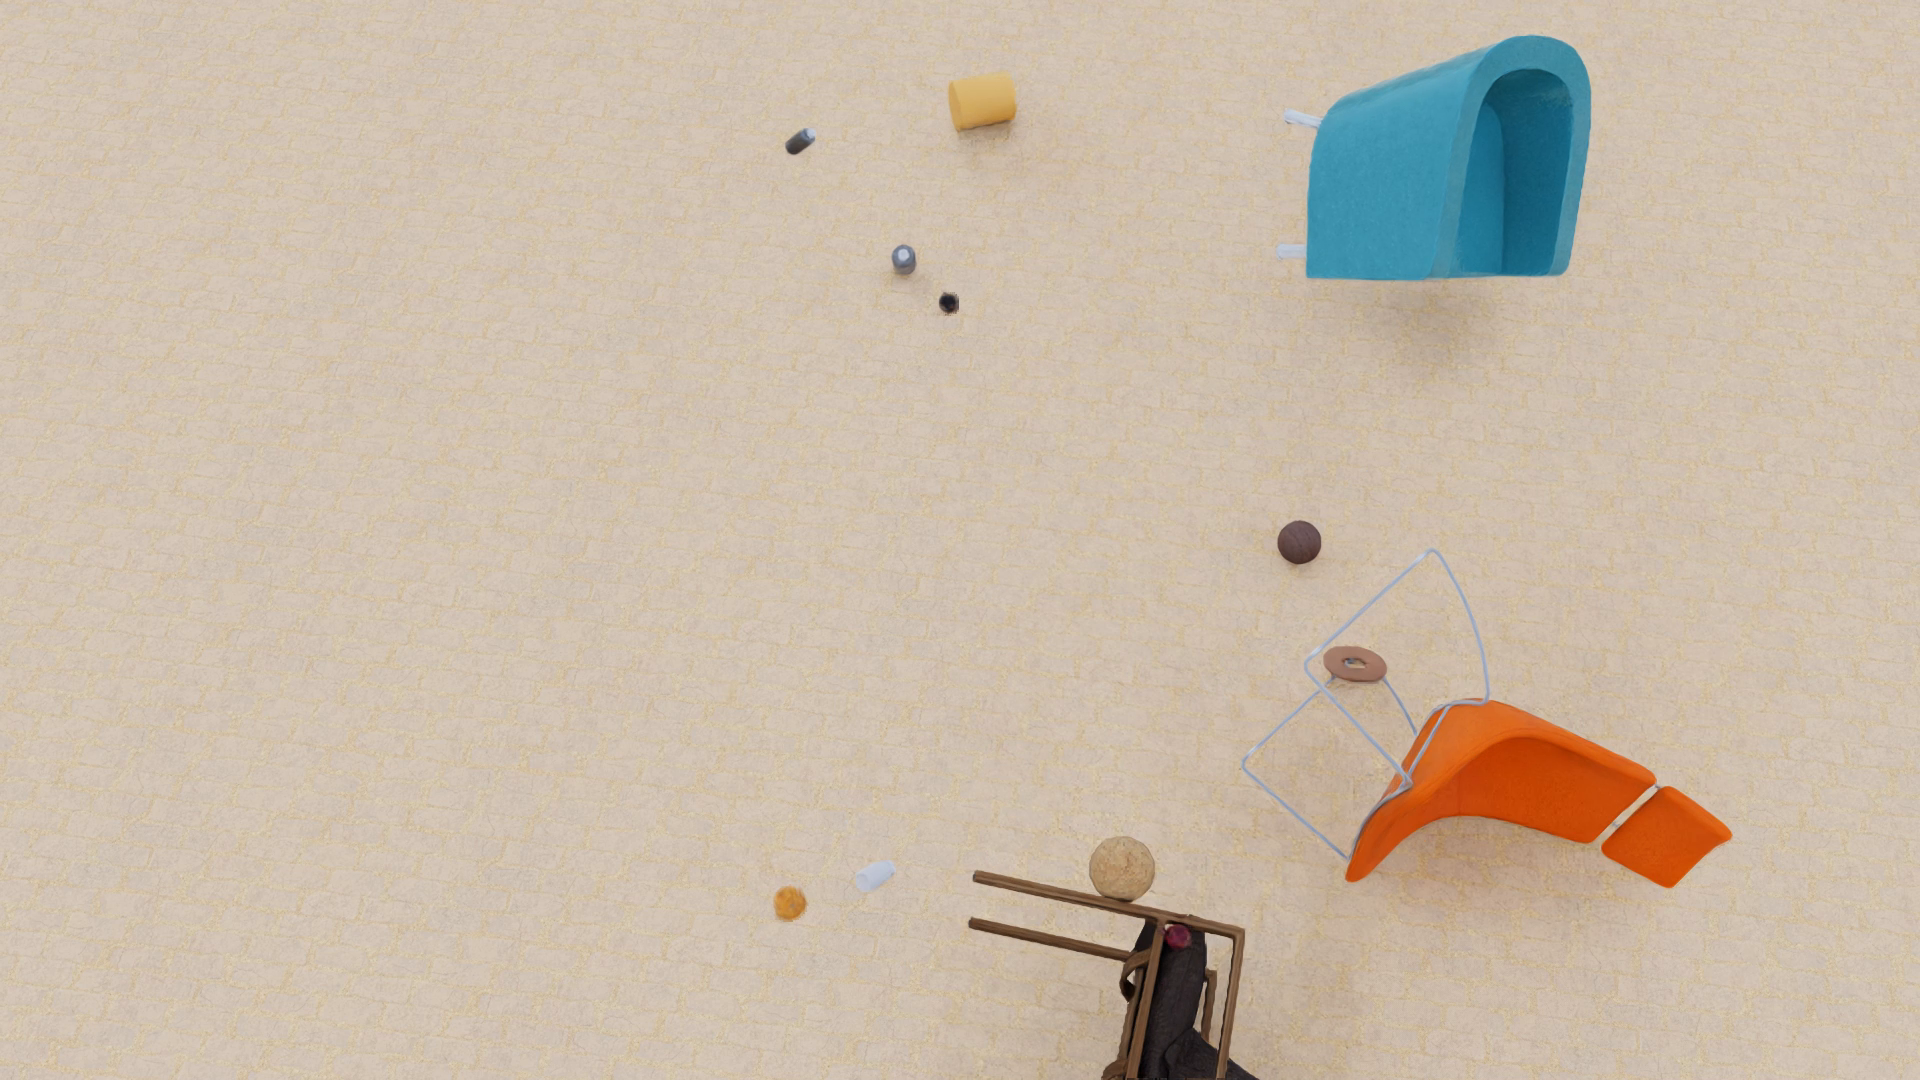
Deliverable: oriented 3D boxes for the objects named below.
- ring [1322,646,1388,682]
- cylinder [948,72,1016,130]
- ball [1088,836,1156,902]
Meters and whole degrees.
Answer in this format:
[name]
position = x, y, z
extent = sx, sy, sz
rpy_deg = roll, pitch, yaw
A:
[ring]
position = 1.121, 0.352, 6.242
extent = 0.185, 0.038, 0.115
rpy_deg = 12, 56, 11
[cylinder]
position = 0.076, -1.489, 7.460
extent = 0.195, 0.189, 0.147
rpy_deg = -13, 69, -9
[ball]
position = 0.387, 0.785, 5.244
extent = 0.158, 0.158, 0.158
rpy_deg = 0, 56, 0
